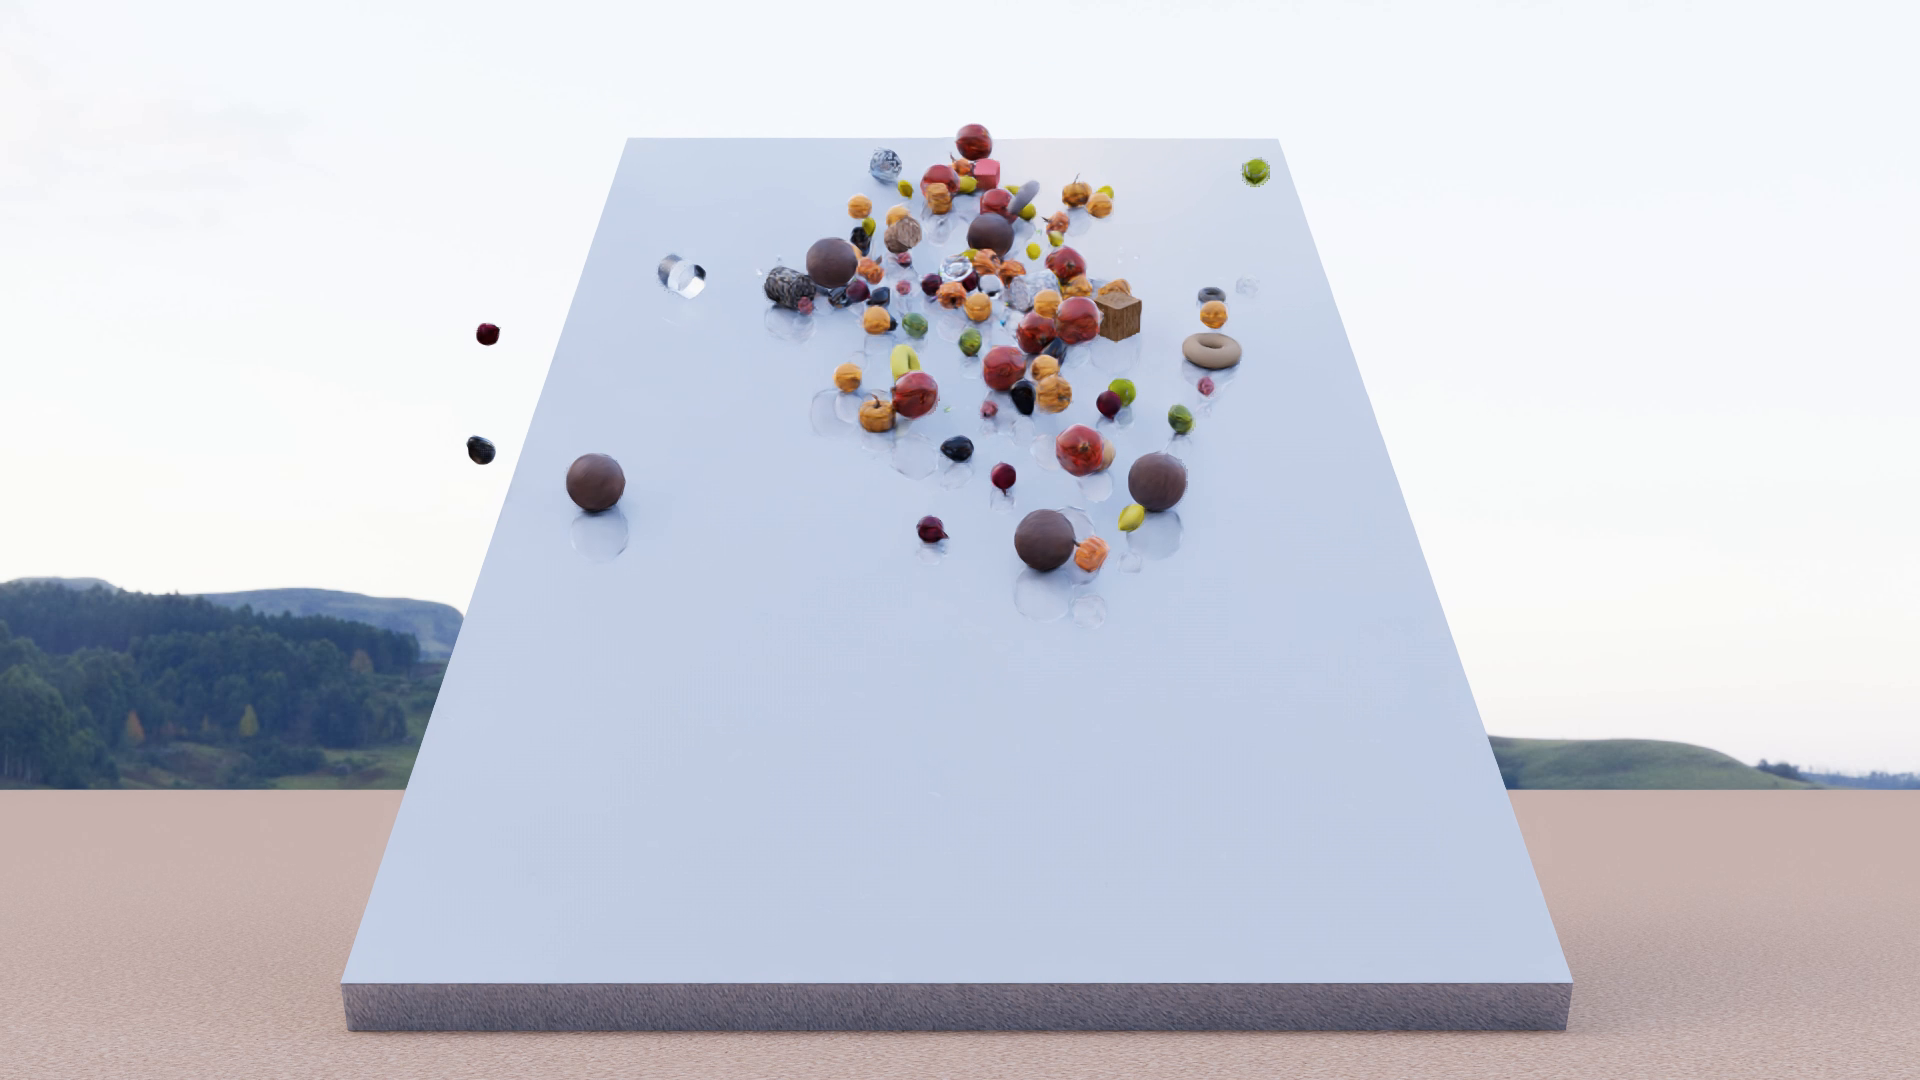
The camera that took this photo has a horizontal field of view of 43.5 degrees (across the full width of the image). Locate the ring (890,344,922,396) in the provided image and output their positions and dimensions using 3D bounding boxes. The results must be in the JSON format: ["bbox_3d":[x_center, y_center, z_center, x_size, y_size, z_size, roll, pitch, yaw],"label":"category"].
[{"bbox_3d":[-0.129,-0.410,5.791,0.042,0.127,0.127,-13,-10,20],"label":"ring"}]

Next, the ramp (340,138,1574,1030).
[{"bbox_3d":[-0.012,-0.215,5.669,2.000,0.100,4.000,0,29,0],"label":"ramp"}]

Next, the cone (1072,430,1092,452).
[{"bbox_3d":[0.291,-0.230,5.521,0.051,0.051,0.051,-2,13,21],"label":"cone"}]

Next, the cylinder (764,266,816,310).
[{"bbox_3d":[-0.441,-0.655,6.248,0.094,0.094,0.094,25,11,37],"label":"cylinder"}]

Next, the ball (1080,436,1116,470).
[{"bbox_3d":[0.312,-0.197,5.454,0.081,0.081,0.081,0,-6,0],"label":"ball"}]

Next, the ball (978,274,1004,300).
[{"bbox_3d":[0.080,-0.663,6.298,0.066,0.066,0.066,0,-6,0],"label":"ball"}]

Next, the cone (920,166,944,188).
[{"bbox_3d":[-0.091,-1.044,6.970,0.067,0.067,0.067,-27,13,-38],"label":"cone"}]

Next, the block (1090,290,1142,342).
[{"bbox_3d":[0.396,-0.569,6.110,0.090,0.090,0.090,-25,38,-37],"label":"block"}]

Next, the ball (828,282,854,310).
[{"bbox_3d":[-0.309,-0.634,6.241,0.070,0.070,0.070,0,-6,0],"label":"ball"}]

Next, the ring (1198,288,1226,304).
[{"bbox_3d":[0.660,-0.640,6.304,0.075,0.025,0.075,2,33,-1],"label":"ring"}]

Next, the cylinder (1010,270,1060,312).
[{"bbox_3d":[0.195,-0.648,6.244,0.094,0.094,0.094,-16,2,-26],"label":"cylinder"}]

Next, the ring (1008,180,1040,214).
[{"bbox_3d":[0.169,-0.915,6.418,0.037,0.112,0.112,41,-15,-9],"label":"ring"}]

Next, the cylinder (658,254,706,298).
[{"bbox_3d":[-0.732,-0.694,6.319,0.092,0.092,0.092,6,18,-47],"label":"cylinder"}]

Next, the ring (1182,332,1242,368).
[{"bbox_3d":[0.626,-0.472,5.978,0.149,0.050,0.149,3,29,-2],"label":"ring"}]

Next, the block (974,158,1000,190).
[{"bbox_3d":[0.080,-1.063,6.995,0.062,0.062,0.062,6,-34,11],"label":"block"}]

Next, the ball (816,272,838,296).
[{"bbox_3d":[-0.352,-0.673,6.322,0.060,0.060,0.060,0,-6,0],"label":"ball"}]

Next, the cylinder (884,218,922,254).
[{"bbox_3d":[-0.155,-0.826,6.524,0.082,0.082,0.082,3,-9,-25],"label":"cylinder"}]

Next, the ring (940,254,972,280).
[{"bbox_3d":[-0.009,-0.681,6.014,0.080,0.080,0.027,0,-35,1],"label":"ring"}]

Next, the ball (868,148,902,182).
[{"bbox_3d":[-0.218,-1.096,7.040,0.096,0.096,0.096,0,-6,0],"label":"ball"}]
